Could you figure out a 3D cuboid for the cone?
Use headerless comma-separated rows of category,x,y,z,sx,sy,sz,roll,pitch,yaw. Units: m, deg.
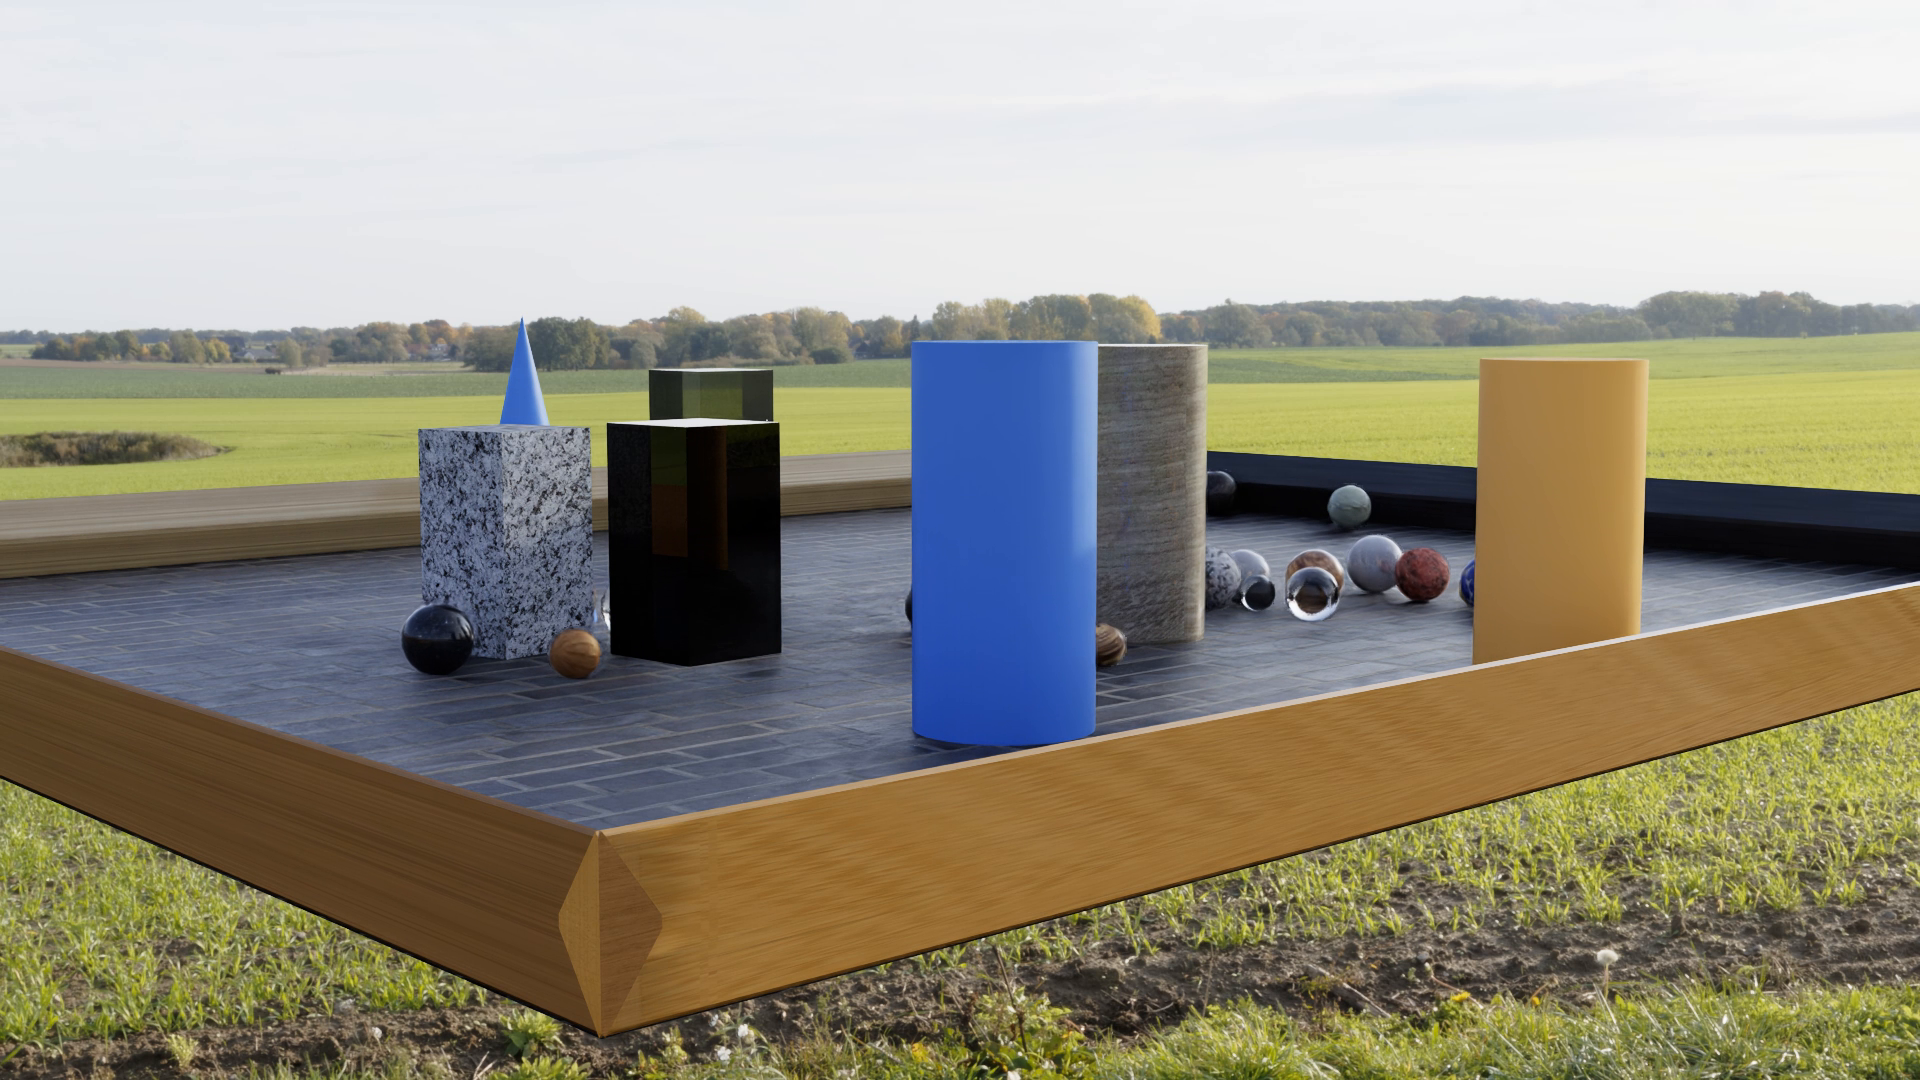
cone,-0.620,-0.102,3.136,0.196,0.438,0.196,0,6,0

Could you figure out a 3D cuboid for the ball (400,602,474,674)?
ball,-0.639,0.121,2.692,0.088,0.088,0.088,0,6,0

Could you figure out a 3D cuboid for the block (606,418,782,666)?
block,-0.343,-0.002,2.847,0.157,0.300,0.157,5,8,42

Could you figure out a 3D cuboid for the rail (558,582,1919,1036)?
rail,0.881,0.132,2.382,3.038,0.127,0.045,-5,8,-42

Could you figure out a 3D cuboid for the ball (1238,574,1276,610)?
ball,0.441,0.078,3.263,0.054,0.054,0.054,0,6,0

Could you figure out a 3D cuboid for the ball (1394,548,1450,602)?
ball,0.707,0.053,3.369,0.083,0.083,0.083,0,6,0

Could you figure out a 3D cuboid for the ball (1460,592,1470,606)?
ball,0.776,0.077,3.315,0.046,0.046,0.046,0,6,0

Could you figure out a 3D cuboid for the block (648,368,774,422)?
block,-0.441,-0.133,3.911,0.157,0.339,0.157,-5,8,-41

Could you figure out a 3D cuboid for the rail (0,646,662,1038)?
rail,-1.099,0.139,2.323,0.045,0.127,2.645,-5,8,-42

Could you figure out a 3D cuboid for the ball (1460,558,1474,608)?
ball,0.782,0.063,3.242,0.088,0.088,0.088,0,6,0

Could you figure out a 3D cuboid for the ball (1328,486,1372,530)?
ball,0.794,-0.067,4.479,0.089,0.089,0.089,0,6,0

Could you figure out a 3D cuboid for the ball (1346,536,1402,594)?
ball,0.655,0.039,3.465,0.091,0.091,0.091,0,6,0

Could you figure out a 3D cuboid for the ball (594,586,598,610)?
ball,-0.551,0.080,3.035,0.098,0.098,0.098,0,6,0

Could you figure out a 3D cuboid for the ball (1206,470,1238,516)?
ball,0.558,-0.103,4.788,0.097,0.097,0.097,0,6,0

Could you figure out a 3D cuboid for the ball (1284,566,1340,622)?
ball,0.505,0.077,3.151,0.079,0.079,0.079,0,6,0

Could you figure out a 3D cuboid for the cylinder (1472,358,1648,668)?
cylinder,0.724,-0.025,2.657,0.196,0.386,0.196,0,6,0

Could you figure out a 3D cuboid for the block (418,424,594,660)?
block,-0.598,-0.003,2.903,0.157,0.290,0.157,4,7,35

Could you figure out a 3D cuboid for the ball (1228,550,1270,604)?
ball,0.430,0.056,3.339,0.082,0.082,0.082,0,6,0

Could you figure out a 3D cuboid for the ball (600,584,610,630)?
ball,-0.435,0.090,2.955,0.094,0.094,0.094,0,6,0

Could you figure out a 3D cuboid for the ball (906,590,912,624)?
ball,-0.040,0.093,3.043,0.071,0.071,0.071,0,6,0

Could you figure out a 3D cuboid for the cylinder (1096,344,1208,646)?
cylinder,0.237,-0.067,3.000,0.196,0.397,0.196,0,6,0

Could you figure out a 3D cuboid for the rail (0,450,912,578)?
rail,-0.881,-0.066,4.281,3.038,0.127,0.045,-5,8,-42

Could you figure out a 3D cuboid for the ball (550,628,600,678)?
ball,-0.466,0.137,2.665,0.061,0.061,0.061,0,6,0

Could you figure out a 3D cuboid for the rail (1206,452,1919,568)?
rail,1.099,-0.072,4.341,0.045,0.127,2.645,-5,8,-42

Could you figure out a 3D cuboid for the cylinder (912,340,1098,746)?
cylinder,0.047,-0.004,2.331,0.196,0.411,0.196,0,6,0

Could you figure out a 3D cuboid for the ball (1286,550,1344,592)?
ball,0.532,0.058,3.300,0.087,0.087,0.087,0,6,0

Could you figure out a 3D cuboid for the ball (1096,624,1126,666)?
ball,0.180,0.132,2.753,0.054,0.054,0.054,0,6,0

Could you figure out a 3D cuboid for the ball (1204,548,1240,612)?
ball,0.366,0.058,3.256,0.095,0.095,0.095,0,6,0
